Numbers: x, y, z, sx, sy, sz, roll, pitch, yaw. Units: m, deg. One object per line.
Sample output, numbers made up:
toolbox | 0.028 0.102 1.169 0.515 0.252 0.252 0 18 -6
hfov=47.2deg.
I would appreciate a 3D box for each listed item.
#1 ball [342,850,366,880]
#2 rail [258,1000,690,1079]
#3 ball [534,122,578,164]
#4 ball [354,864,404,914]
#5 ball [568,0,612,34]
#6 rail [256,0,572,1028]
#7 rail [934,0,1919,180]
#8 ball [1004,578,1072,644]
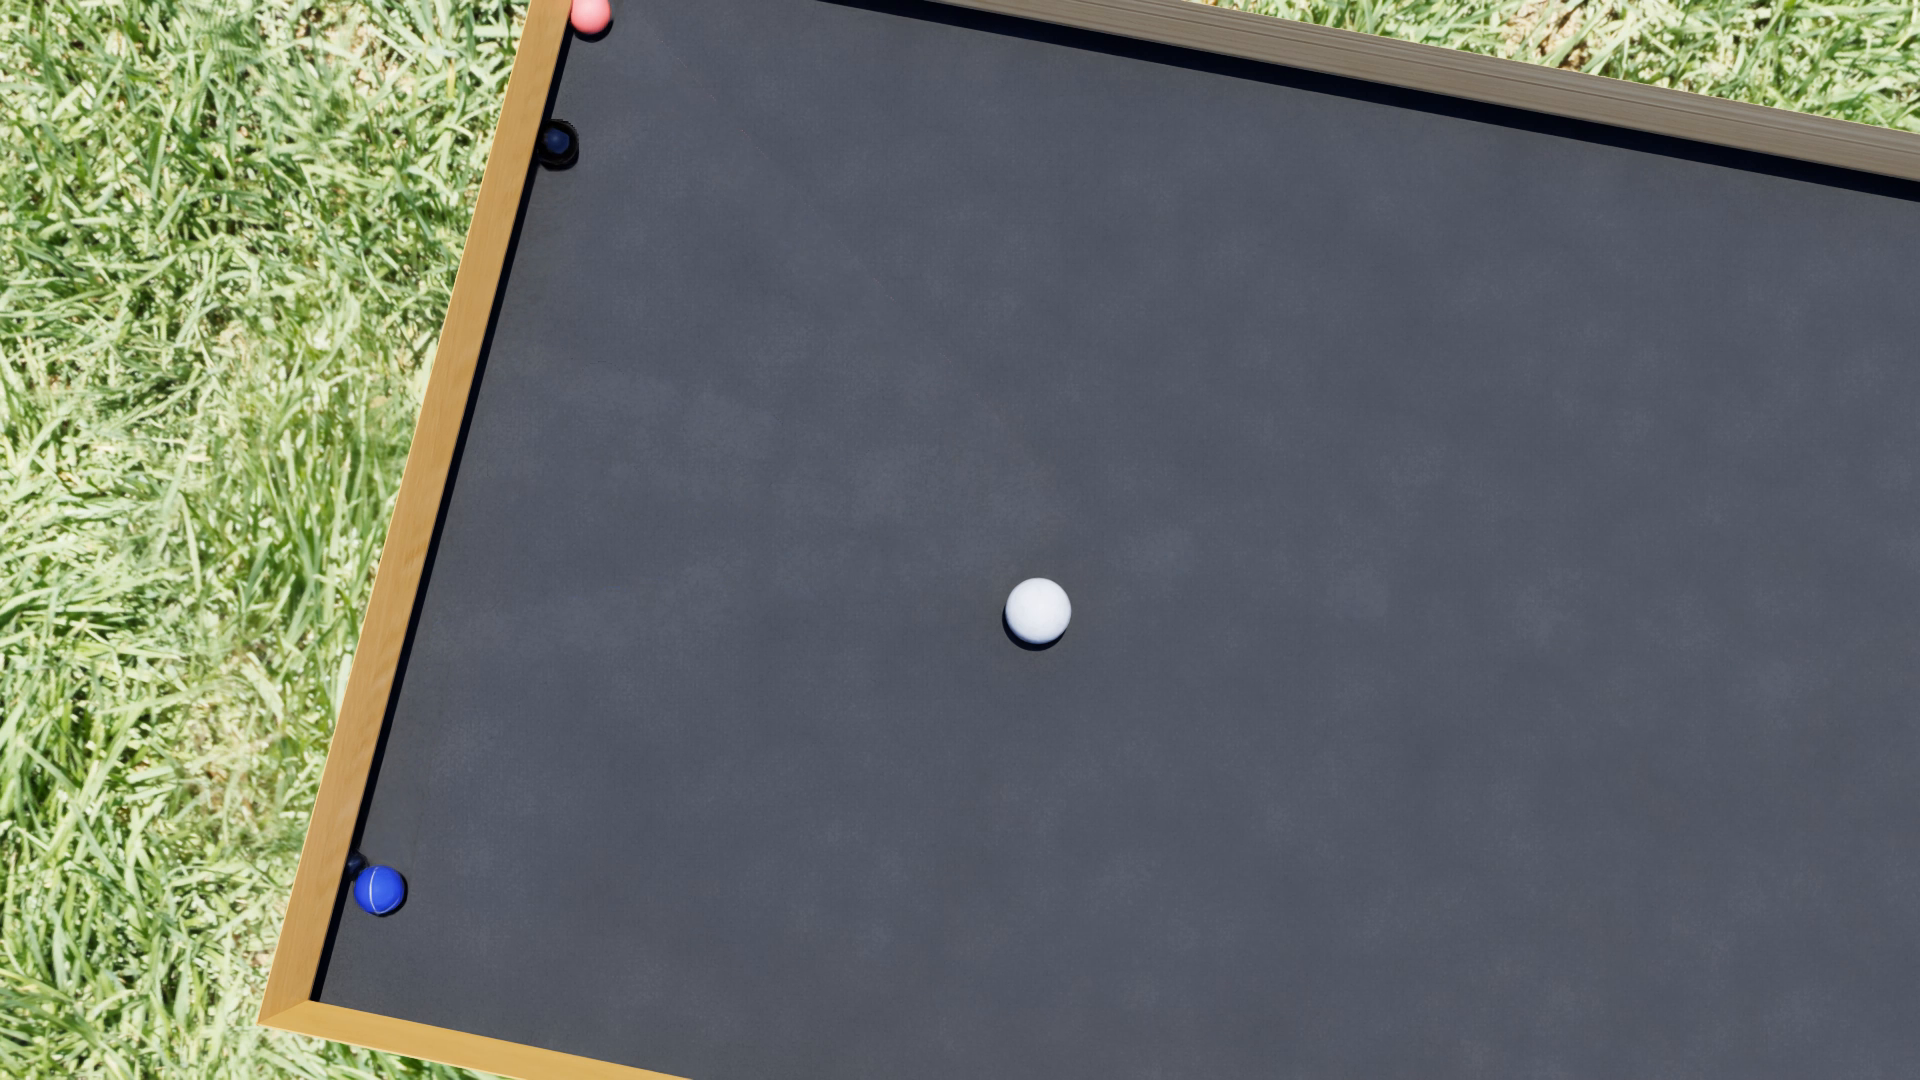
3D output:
ball | -0.892 0.477 3.226 0.043 0.043 0.043 0 76 0
rail | 0.637 0.982 3.058 3.293 0.130 0.045 11 77 3
ball | -0.639 -0.628 3.481 0.068 0.068 0.068 0 76 0
ball | -0.846 0.509 3.203 0.071 0.071 0.071 0 76 0
ball | -0.595 -0.848 3.533 0.069 0.069 0.069 0 76 0
rail | -0.784 -0.159 3.334 0.045 0.130 1.795 11 77 3
rail | 0.978 -0.683 3.461 3.293 0.130 0.045 11 77 3
ball | 0.117 0.106 3.286 0.100 0.100 0.100 0 76 0
